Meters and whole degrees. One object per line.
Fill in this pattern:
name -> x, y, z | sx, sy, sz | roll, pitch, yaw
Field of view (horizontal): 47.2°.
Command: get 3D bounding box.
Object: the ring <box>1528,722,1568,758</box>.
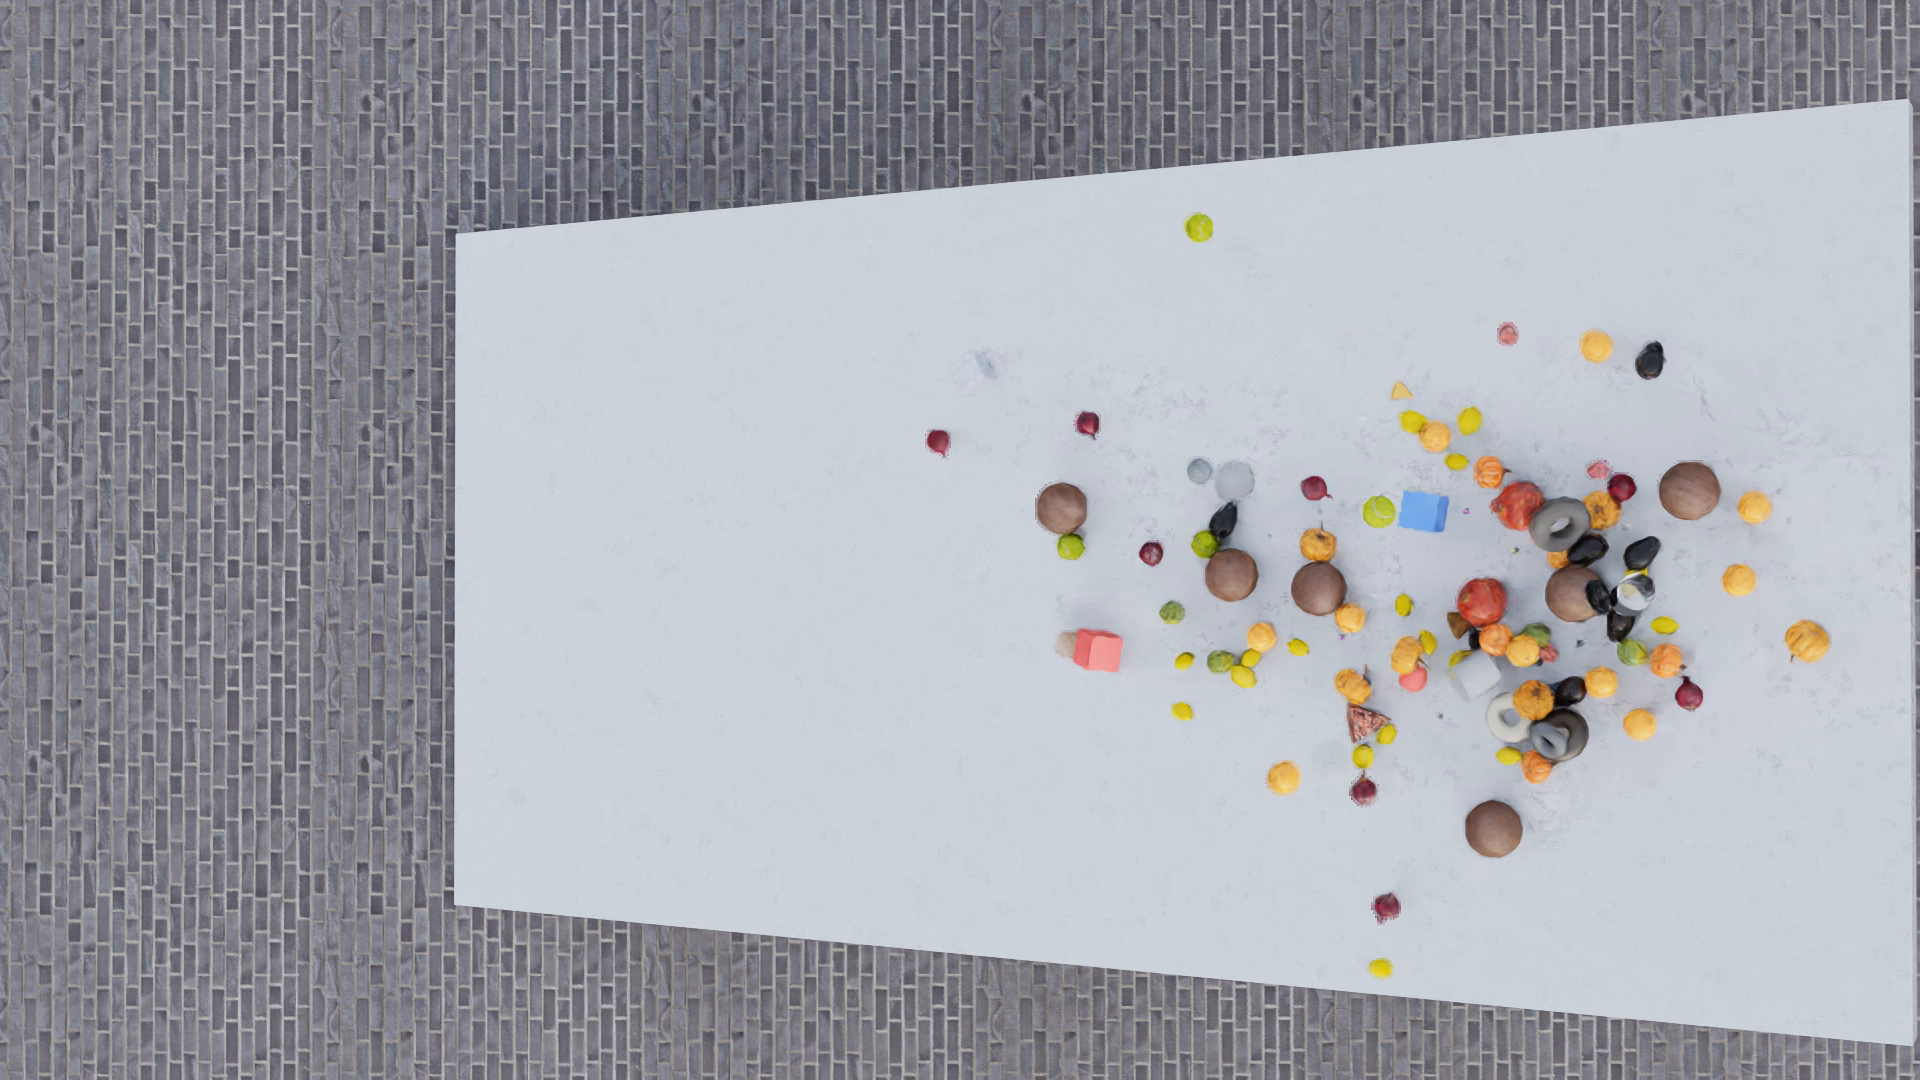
ring -> 1.306, 0.446, 4.886 | 0.031, 0.094, 0.094 | -40, 89, -27

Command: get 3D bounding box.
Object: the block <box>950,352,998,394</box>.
block -> 0.035, -0.429, 5.680 | 0.075, 0.075, 0.075 | -34, 74, 24

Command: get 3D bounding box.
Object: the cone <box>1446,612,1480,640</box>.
cone -> 1.171, 0.186, 5.079 | 0.069, 0.069, 0.069 | -21, 89, -1

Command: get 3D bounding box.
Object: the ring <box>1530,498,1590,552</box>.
ring -> 1.335, -0.034, 4.891 | 0.139, 0.046, 0.139 | -6, 125, -9

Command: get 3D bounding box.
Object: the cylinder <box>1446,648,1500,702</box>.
cylinder -> 1.168, 0.307, 5.004 | 0.087, 0.087, 0.087 | -33, 90, -1

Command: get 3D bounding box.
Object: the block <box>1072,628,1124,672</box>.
block -> 0.344, 0.274, 5.475 | 0.086, 0.086, 0.086 | 5, 99, -23

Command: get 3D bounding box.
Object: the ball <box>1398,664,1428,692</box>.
ball -> 1.056, 0.320, 5.120 | 0.067, 0.067, 0.067 | 0, 89, 0

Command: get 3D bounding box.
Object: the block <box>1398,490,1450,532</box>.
block -> 1.076, -0.066, 5.103 | 0.084, 0.084, 0.084 | 11, 95, 28

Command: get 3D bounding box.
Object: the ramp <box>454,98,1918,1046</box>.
ramp -> 0.275, 0.077, 5.644 | 4.000, 0.100, 2.000 | 0, 89, 29

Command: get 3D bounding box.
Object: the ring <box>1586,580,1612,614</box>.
ring -> 1.401, 0.124, 4.822 | 0.026, 0.079, 0.079 | -27, 89, 40

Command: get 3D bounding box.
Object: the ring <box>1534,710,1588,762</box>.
ring -> 1.351, 0.440, 4.948 | 0.129, 0.043, 0.129 | -19, 50, 24

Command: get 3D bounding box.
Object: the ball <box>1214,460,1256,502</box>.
ball -> 0.665, -0.142, 5.320 | 0.099, 0.099, 0.099 | 0, 89, 0

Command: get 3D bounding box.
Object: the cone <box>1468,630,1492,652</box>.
cone -> 1.188, 0.233, 5.057 | 0.053, 0.053, 0.053 | 0, 89, 29

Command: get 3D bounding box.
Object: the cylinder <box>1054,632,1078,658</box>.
cylinder -> 0.280, 0.264, 5.544 | 0.065, 0.065, 0.065 | -1, 88, 30

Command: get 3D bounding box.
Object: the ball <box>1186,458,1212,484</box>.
ball -> 0.578, -0.166, 5.301 | 0.062, 0.062, 0.062 | 0, 89, 0

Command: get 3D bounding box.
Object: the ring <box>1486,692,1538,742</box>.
ring -> 1.260, 0.405, 5.024 | 0.117, 0.039, 0.117 | -2, 86, 27

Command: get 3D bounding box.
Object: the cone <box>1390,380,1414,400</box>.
cone -> 1.042, -0.343, 5.160 | 0.050, 0.050, 0.050 | 22, 89, 6

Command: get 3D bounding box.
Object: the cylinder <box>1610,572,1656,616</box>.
cylinder -> 1.479, 0.120, 4.835 | 0.076, 0.076, 0.076 | 16, 118, 32
